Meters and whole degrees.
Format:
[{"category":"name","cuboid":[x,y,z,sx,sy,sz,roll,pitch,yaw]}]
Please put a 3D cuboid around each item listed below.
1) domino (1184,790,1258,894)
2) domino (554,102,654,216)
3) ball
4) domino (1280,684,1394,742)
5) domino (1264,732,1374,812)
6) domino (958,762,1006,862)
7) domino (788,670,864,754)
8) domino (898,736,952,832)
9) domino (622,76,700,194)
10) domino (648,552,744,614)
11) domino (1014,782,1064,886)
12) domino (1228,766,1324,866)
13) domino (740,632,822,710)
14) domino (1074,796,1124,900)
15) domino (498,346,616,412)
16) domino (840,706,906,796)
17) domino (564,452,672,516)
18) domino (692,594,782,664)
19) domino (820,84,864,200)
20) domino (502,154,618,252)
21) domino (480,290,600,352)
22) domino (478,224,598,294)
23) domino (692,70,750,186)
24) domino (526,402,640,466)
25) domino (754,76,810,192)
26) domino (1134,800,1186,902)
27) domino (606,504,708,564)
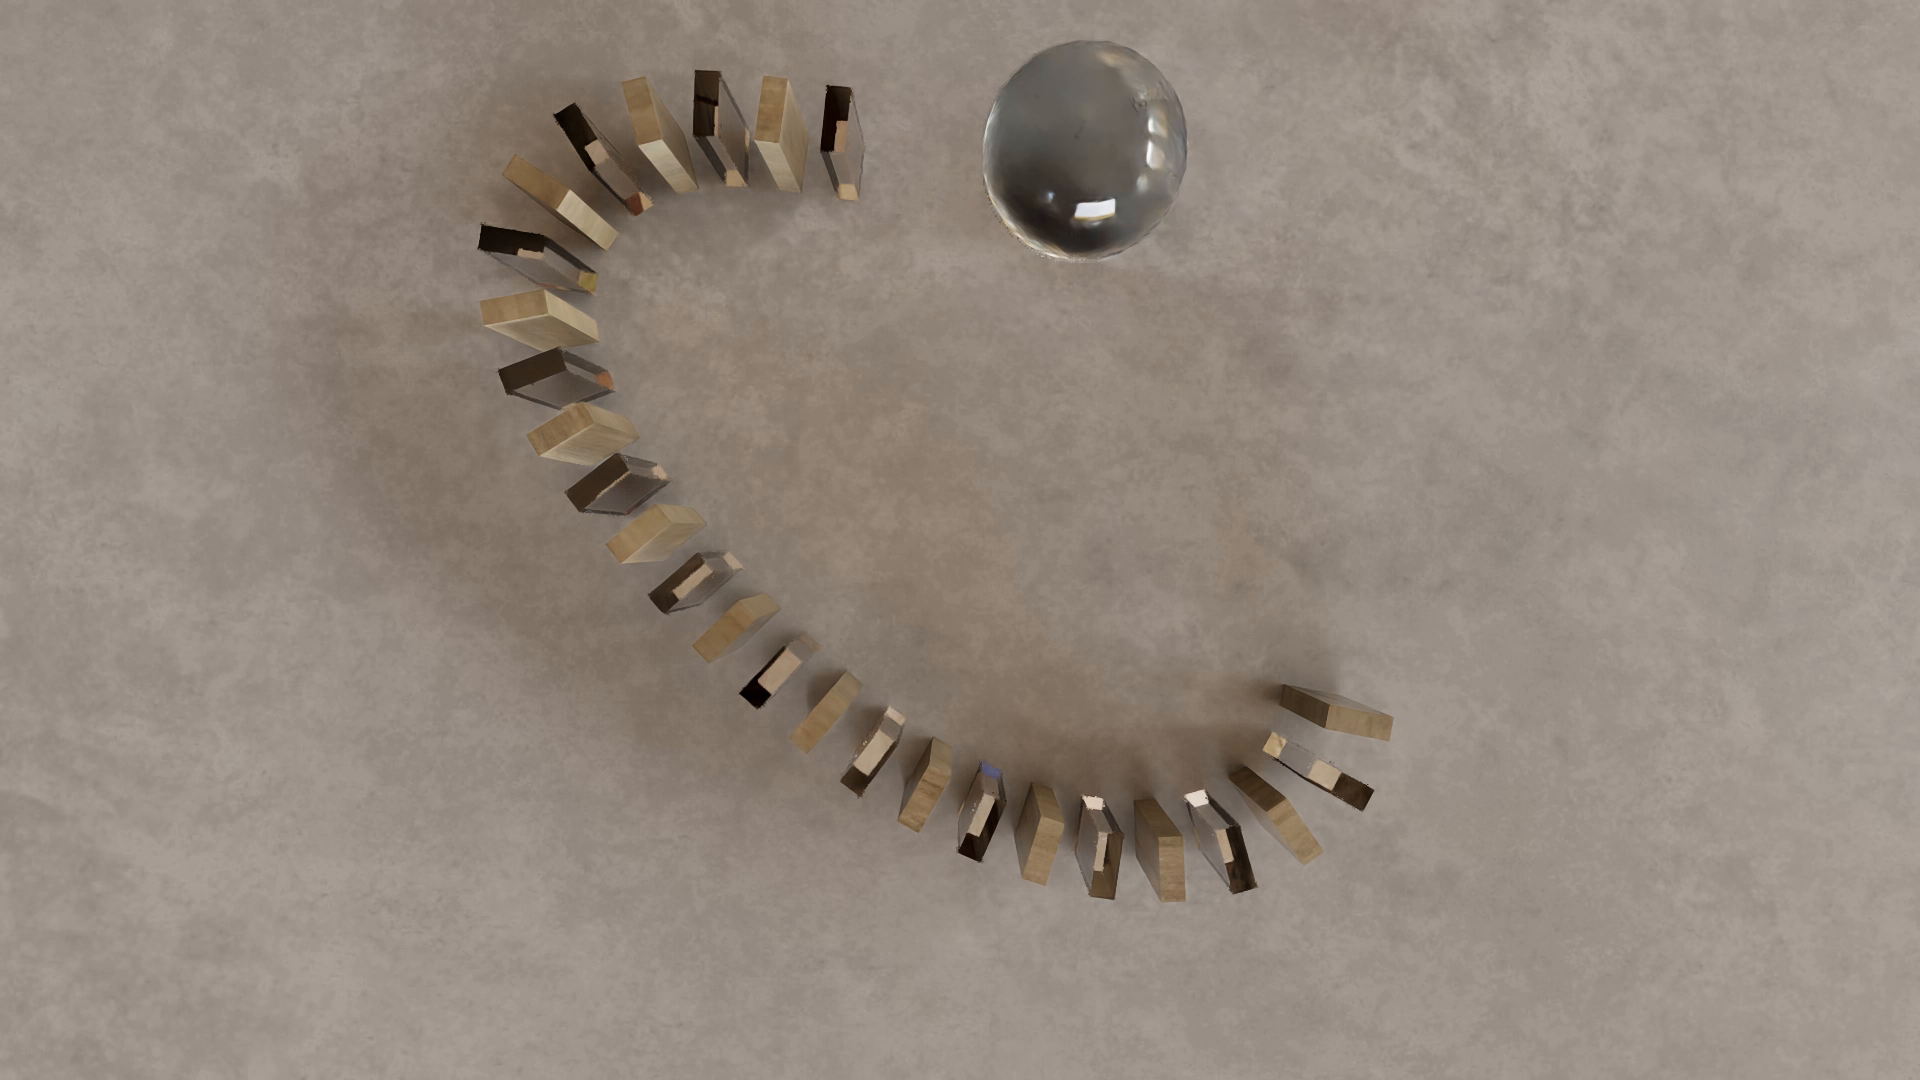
[{"category":"domino","cuboid":[0.106,0.122,0.375,0.010,0.050,0.025,-16,90,0]},{"category":"domino","cuboid":[-0.145,-0.154,0.375,0.009,0.050,0.025,-32,90,0]},{"category":"ball","cuboid":[0.049,-0.151,0.360,0.080,0.080,0.080,0,90,0]},{"category":"domino","cuboid":[0.153,0.070,0.375,0.025,0.050,0.010,11,90,0]},{"category":"domino","cuboid":[0.145,0.094,0.375,0.025,0.050,0.010,29,90,0]},{"category":"domino","cuboid":[0.009,0.110,0.375,0.009,0.050,0.025,24,90,0]},{"category":"domino","cuboid":[-0.054,0.069,0.375,0.009,0.050,0.025,41,90,0]},{"category":"domino","cuboid":[-0.014,0.099,0.375,0.010,0.050,0.025,29,90,0]},{"category":"domino","cuboid":[-0.122,-0.164,0.375,0.009,0.050,0.025,-15,90,0]},{"category":"domino","cuboid":[-0.107,0.017,0.375,0.025,0.050,0.009,-41,90,0]},{"category":"domino","cuboid":[0.032,0.119,0.375,0.009,0.050,0.025,18,90,0]},{"category":"domino","cuboid":[0.128,0.112,0.375,0.009,0.050,0.025,-35,90,0]},{"category":"domino","cuboid":[-0.072,0.053,0.375,0.009,0.050,0.025,43,90,0]},{"category":"domino","cuboid":[0.056,0.125,0.375,0.009,0.050,0.025,8,90,0]},{"category":"domino","cuboid":[-0.163,-0.065,0.375,0.025,0.050,0.010,-21,90,0]},{"category":"domino","cuboid":[-0.035,0.085,0.375,0.010,0.050,0.025,37,90,0]},{"category":"domino","cuboid":[-0.138,-0.022,0.375,0.025,0.050,0.009,-37,90,0]},{"category":"domino","cuboid":[-0.090,0.035,0.375,0.025,0.050,0.009,-44,90,0]},{"category":"domino","cuboid":[-0.047,-0.161,0.375,0.009,0.050,0.025,6,90,0]},{"category":"domino","cuboid":[-0.162,-0.137,0.375,0.025,0.050,0.010,33,90,0]},{"category":"domino","cuboid":[-0.170,-0.089,0.375,0.025,0.050,0.009,-11,90,0]},{"category":"domino","cuboid":[-0.171,-0.114,0.375,0.025,0.050,0.009,9,90,0]},{"category":"domino","cuboid":[-0.097,-0.167,0.375,0.009,0.050,0.025,2,90,0]},{"category":"domino","cuboid":[-0.153,-0.043,0.375,0.025,0.050,0.010,-31,90,0]},{"category":"domino","cuboid":[-0.072,-0.165,0.375,0.009,0.050,0.025,8,90,0]},{"category":"domino","cuboid":[0.081,0.126,0.375,0.009,0.050,0.025,-2,90,0]},{"category":"domino","cuboid":[-0.123,-0.003,0.375,0.025,0.050,0.010,-39,90,0]}]
